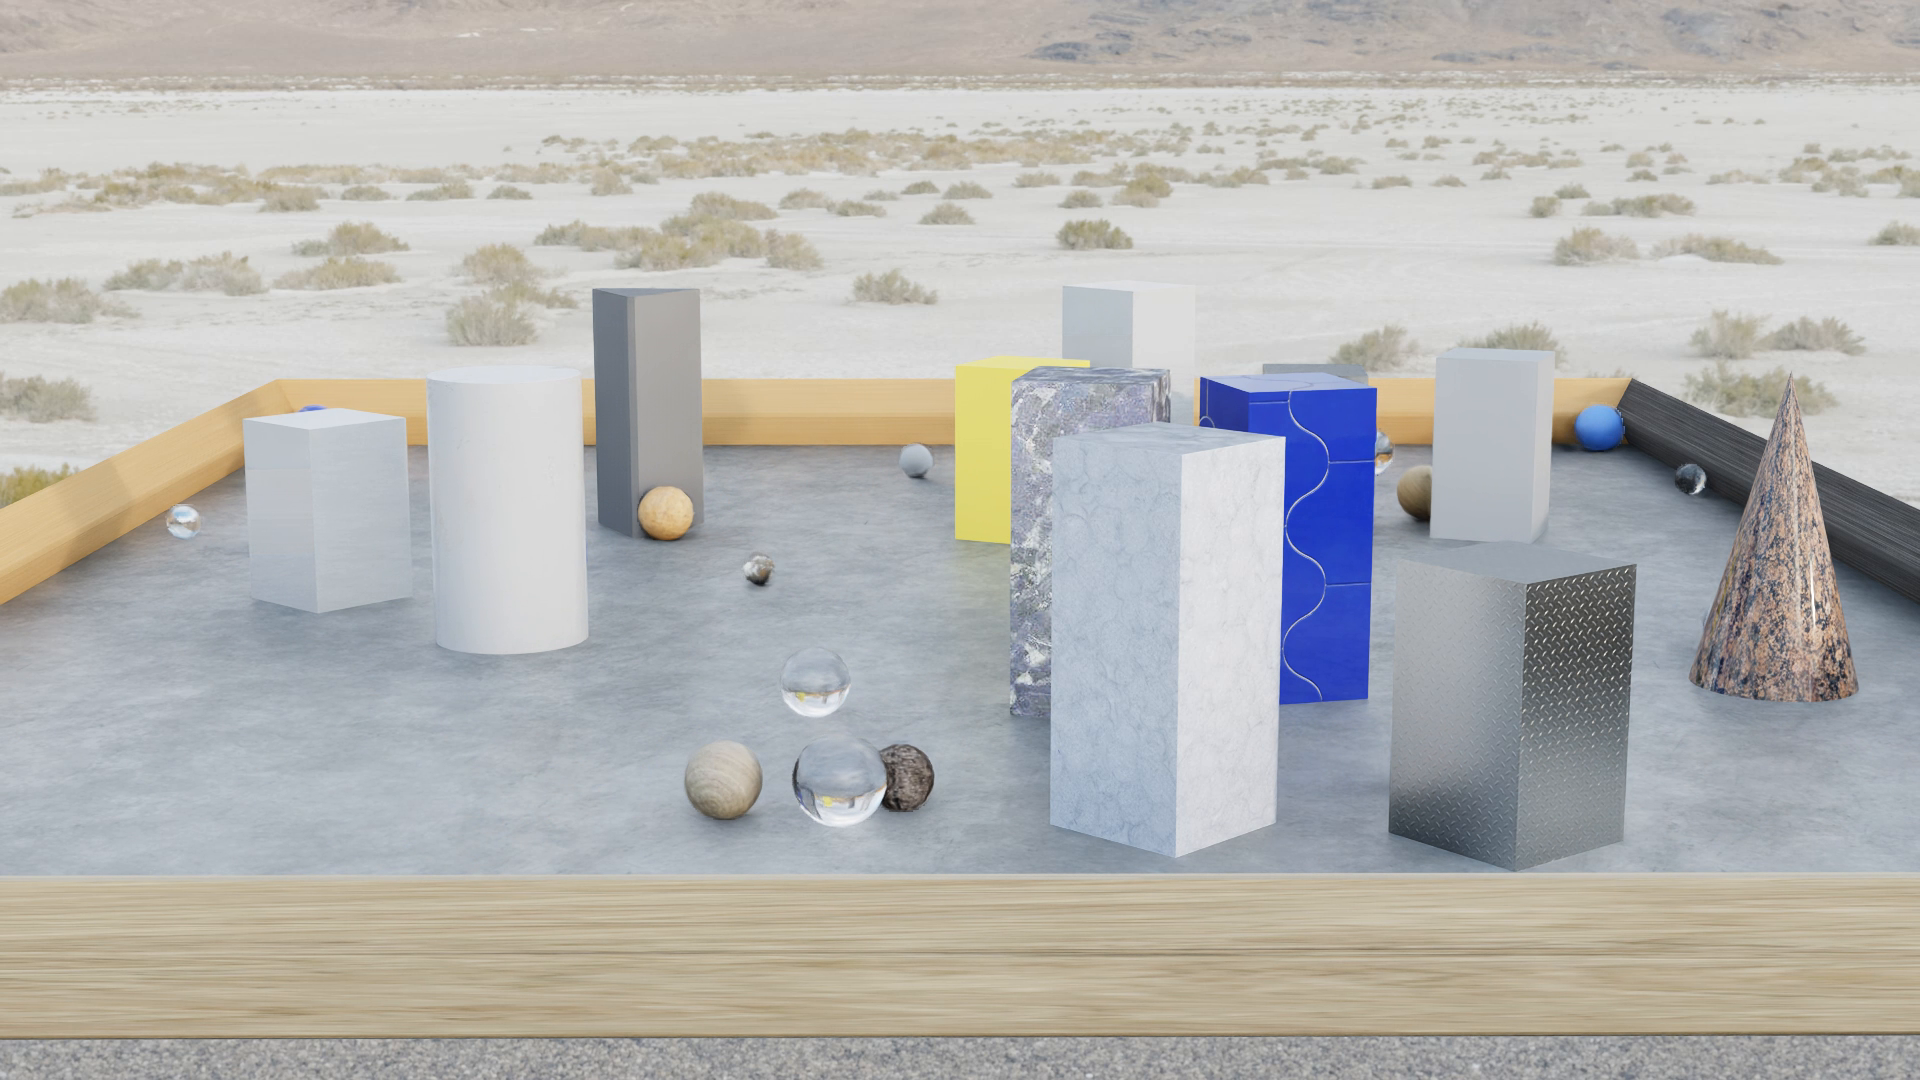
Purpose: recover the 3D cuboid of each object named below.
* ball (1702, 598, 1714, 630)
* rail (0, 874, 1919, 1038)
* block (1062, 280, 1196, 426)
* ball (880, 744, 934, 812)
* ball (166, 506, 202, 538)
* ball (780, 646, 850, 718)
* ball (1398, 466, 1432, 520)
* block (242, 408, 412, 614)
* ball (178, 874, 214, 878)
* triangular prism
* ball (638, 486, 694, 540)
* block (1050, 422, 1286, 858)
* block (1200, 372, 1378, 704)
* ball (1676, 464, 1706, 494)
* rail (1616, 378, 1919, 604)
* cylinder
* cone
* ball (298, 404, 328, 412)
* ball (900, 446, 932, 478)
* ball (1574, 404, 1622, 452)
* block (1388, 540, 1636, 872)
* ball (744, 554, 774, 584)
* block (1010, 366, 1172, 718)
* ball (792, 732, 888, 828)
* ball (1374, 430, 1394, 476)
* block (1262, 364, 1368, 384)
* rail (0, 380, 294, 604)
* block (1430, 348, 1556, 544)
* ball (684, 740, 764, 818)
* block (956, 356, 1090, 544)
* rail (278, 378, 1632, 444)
[{"bbox_3d":[0.971,0.102,3.239,0.068,0.068,0.068,0,11,0],"label":"ball"},{"bbox_3d":[0.009,0.310,1.956,2.621,0.127,0.045,0,11,0],"label":"rail"},{"bbox_3d":[0.280,-0.243,4.286,0.156,0.364,0.156,-10,15,-44],"label":"block"},{"bbox_3d":[-0.058,0.234,2.532,0.066,0.066,0.066,0,11,0],"label":"ball"},{"bbox_3d":[-1.206,-0.028,3.987,0.051,0.051,0.051,0,11,0],"label":"ball"},{"bbox_3d":[-0.164,0.160,2.895,0.080,0.080,0.080,0,11,0],"label":"ball"},{"bbox_3d":[0.752,-0.077,4.152,0.087,0.087,0.087,0,11,0],"label":"ball"},{"bbox_3d":[-0.869,-0.044,3.531,0.156,0.249,0.156,9,14,41],"label":"block"},{"bbox_3d":[-0.604,0.313,2.023,0.097,0.097,0.097,0,11,0],"label":"ball"},{"bbox_3d":[-0.519,-0.207,4.062,0.146,0.376,0.169,7,12,32],"label":"triangular prism"},{"bbox_3d":[-0.455,-0.042,3.969,0.085,0.085,0.085,0,11,0],"label":"ball"},{"bbox_3d":[0.198,0.089,2.459,0.156,0.379,0.156,10,14,43],"label":"block"},{"bbox_3d":[0.379,-0.004,3.003,0.156,0.363,0.156,-3,11,-15],"label":"block"},{"bbox_3d":[1.253,-0.104,4.398,0.051,0.051,0.051,0,11,0],"label":"ball"},{"bbox_3d":[1.287,0.031,3.456,0.045,0.127,3.085,0,11,0],"label":"rail"},{"bbox_3d":[-0.576,-0.042,3.270,0.195,0.341,0.195,0,11,0],"label":"cylinder"},{"bbox_3d":[0.970,-0.014,3.028,0.195,0.374,0.195,0,11,0],"label":"cone"},{"bbox_3d":[-1.220,-0.211,4.859,0.092,0.092,0.092,0,11,0],"label":"ball"},{"bbox_3d":[-0.078,-0.140,4.575,0.058,0.058,0.058,0,11,0],"label":"ball"},{"bbox_3d":[1.215,-0.213,4.882,0.089,0.089,0.089,0,11,0],"label":"ball"},{"bbox_3d":[0.521,0.151,2.426,0.156,0.268,0.156,-8,13,-37],"label":"block"},{"bbox_3d":[-0.285,0.041,3.636,0.044,0.044,0.044,0,11,0],"label":"ball"},{"bbox_3d":[0.150,0.001,2.931,0.156,0.380,0.156,2,11,13],"label":"block"},{"bbox_3d":[-0.116,0.232,2.478,0.092,0.092,0.092,0,11,0],"label":"ball"},{"bbox_3d":[0.730,-0.156,4.583,0.086,0.086,0.086,0,11,0],"label":"ball"},{"bbox_3d":[0.552,-0.138,4.015,0.156,0.258,0.156,1,11,5],"label":"block"},{"bbox_3d":[-1.287,0.034,3.442,0.045,0.127,3.085,0,11,0],"label":"rail"},{"bbox_3d":[0.834,-0.150,4.014,0.156,0.282,0.156,4,11,22],"label":"block"},{"bbox_3d":[-0.231,0.234,2.507,0.077,0.077,0.077,0,11,0],"label":"ball"},{"bbox_3d":[0.098,-0.141,3.995,0.156,0.271,0.156,5,12,27],"label":"block"},{"bbox_3d":[-0.009,-0.245,4.942,2.621,0.127,0.045,0,11,0],"label":"rail"}]
